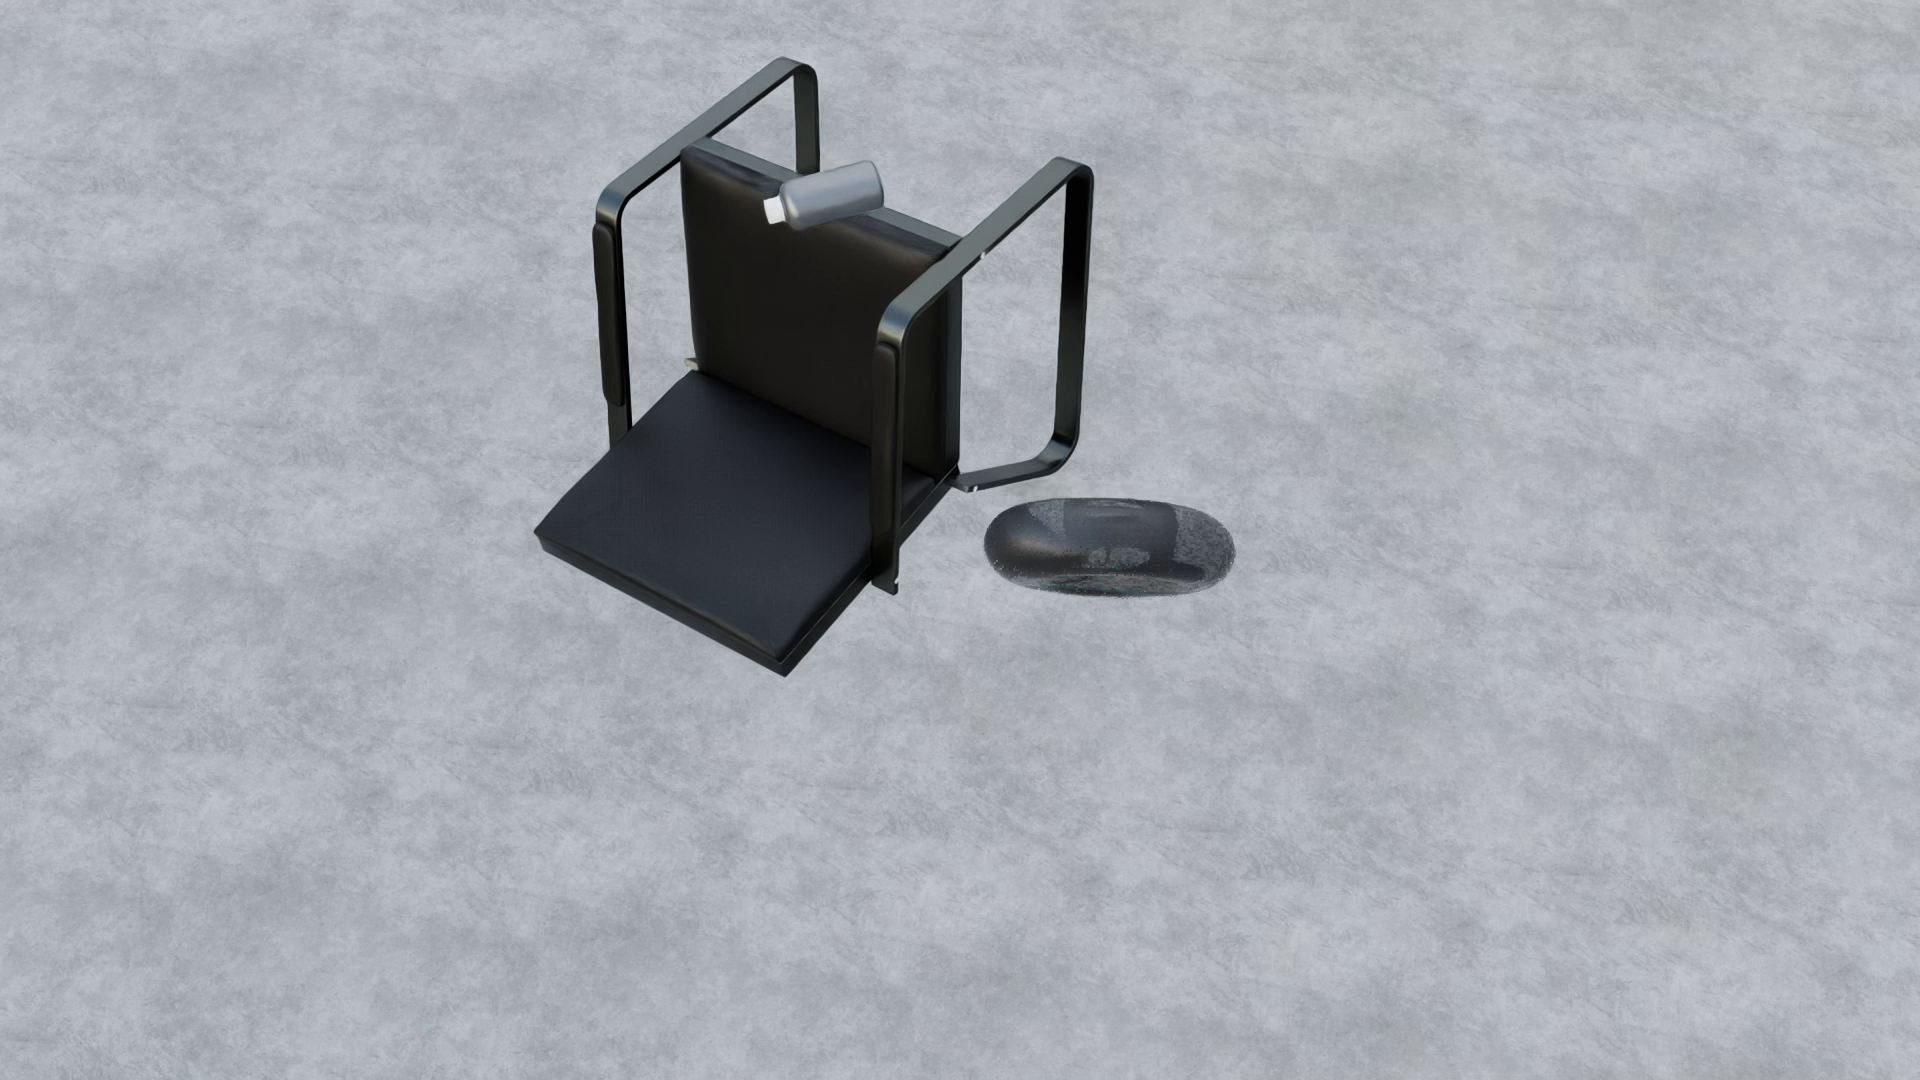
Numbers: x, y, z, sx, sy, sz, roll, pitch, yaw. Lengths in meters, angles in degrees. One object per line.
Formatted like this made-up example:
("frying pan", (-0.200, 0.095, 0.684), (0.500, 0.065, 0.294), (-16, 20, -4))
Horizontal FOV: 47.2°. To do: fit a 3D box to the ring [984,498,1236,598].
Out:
("ring", (0.207, 0.012, 3.017), (0.375, 0.262, 0.104), (5, 78, -29))
